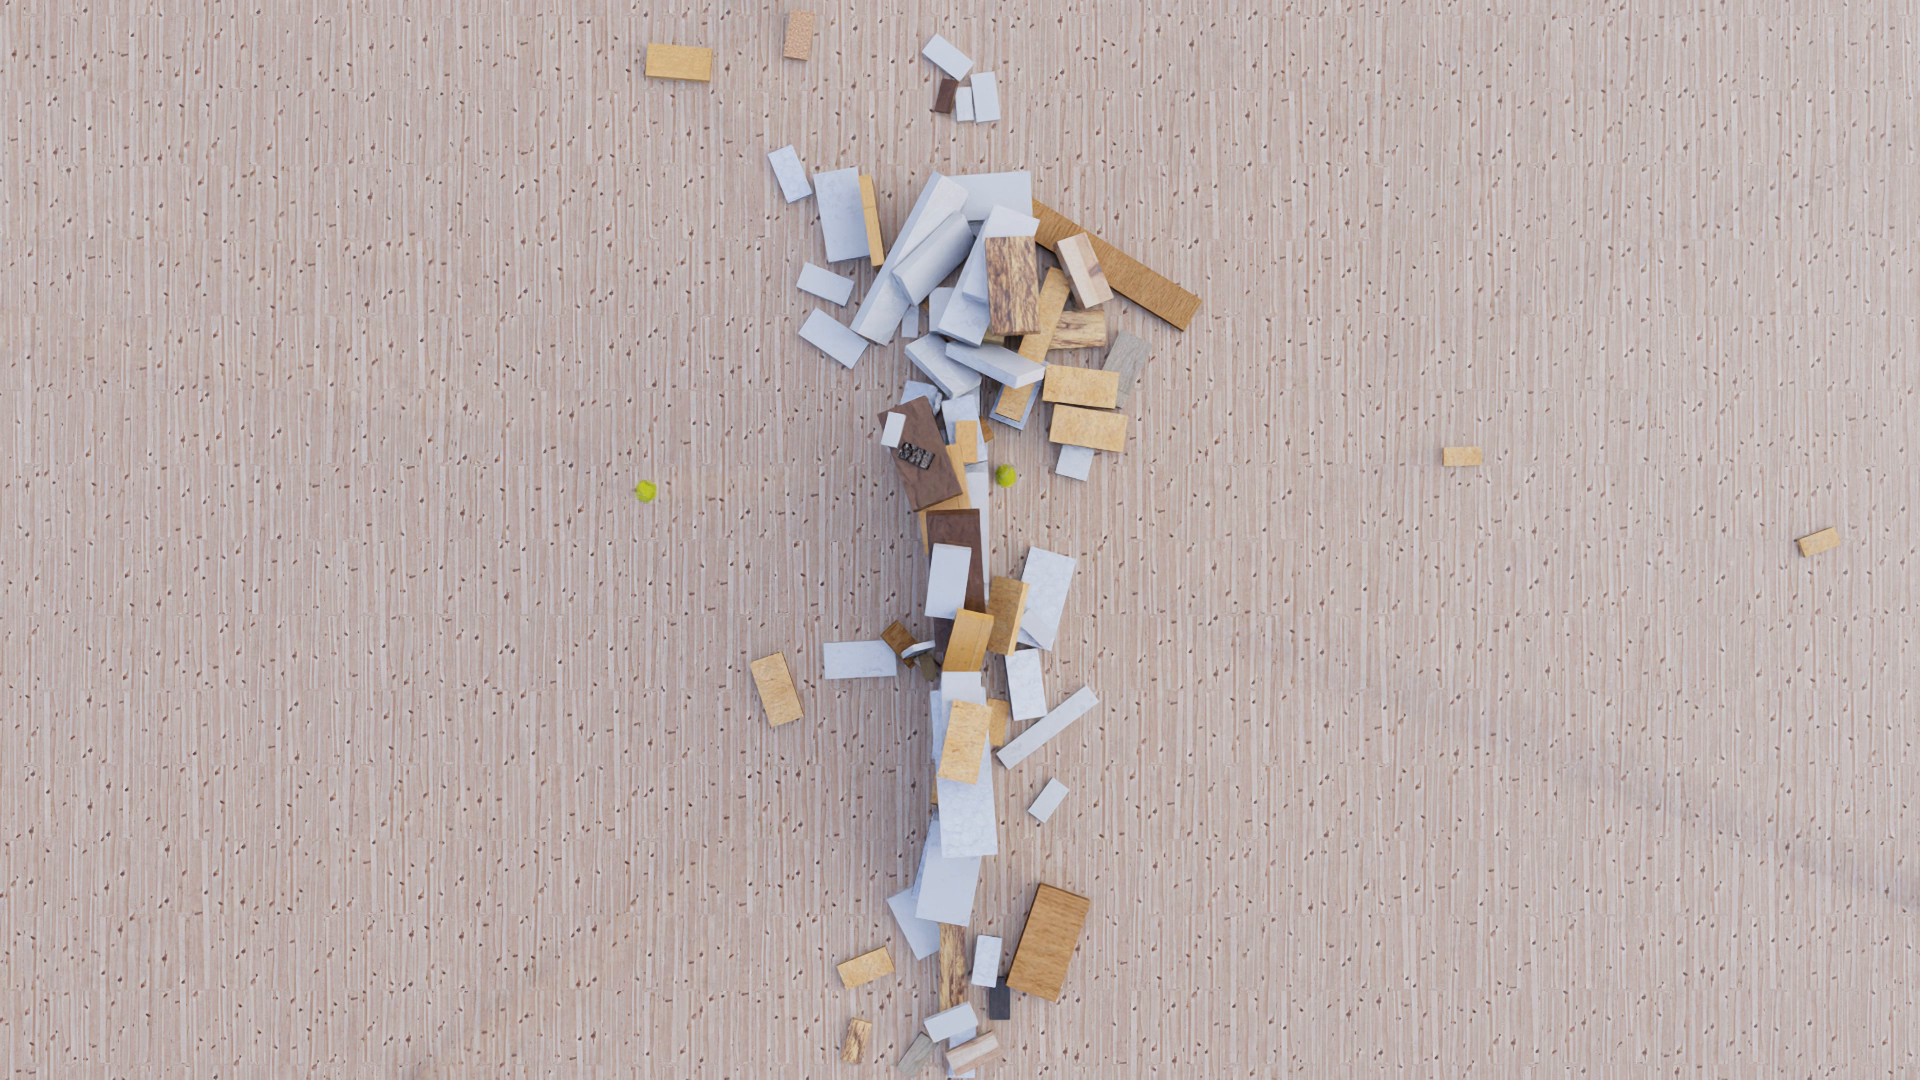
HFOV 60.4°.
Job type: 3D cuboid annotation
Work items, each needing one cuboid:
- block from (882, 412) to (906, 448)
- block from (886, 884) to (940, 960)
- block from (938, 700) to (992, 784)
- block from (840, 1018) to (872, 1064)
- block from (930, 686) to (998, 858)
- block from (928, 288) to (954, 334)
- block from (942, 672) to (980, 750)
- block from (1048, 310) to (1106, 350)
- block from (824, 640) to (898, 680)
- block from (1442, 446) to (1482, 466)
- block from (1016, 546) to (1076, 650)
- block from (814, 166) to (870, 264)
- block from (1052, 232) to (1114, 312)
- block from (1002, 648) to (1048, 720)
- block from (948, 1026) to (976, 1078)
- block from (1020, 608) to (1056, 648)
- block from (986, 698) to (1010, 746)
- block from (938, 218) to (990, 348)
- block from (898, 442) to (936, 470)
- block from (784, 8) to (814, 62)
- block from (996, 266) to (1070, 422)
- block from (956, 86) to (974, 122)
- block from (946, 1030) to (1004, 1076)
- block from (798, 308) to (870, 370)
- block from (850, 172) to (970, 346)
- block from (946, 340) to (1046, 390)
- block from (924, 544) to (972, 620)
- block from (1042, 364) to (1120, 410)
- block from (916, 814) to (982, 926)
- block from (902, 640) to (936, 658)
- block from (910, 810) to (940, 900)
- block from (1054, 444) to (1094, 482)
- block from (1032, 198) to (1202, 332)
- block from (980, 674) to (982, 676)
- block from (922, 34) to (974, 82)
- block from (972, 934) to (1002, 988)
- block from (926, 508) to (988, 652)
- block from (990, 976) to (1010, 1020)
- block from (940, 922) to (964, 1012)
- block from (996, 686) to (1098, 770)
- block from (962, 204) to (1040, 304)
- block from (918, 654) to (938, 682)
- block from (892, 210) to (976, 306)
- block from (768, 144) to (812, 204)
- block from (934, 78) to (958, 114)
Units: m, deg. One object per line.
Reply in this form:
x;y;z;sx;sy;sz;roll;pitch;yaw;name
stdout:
-0.212;-0.351;5.253;0.054;0.015;0.107;13;85;10;block
-0.141;1.268;5.484;0.113;0.032;0.227;-27;90;0;block
0.015;0.632;5.166;0.123;0.035;0.247;12;84;0;block
-0.346;1.667;5.490;0.070;0.020;0.140;16;90;0;block
0.012;0.736;5.233;0.175;0.050;0.526;-4;84;-1;block
0.046;-0.757;5.459;0.296;0.042;0.148;0;81;-3;block
0.004;0.540;5.210;0.123;0.035;0.247;0;84;-1;block
0.351;-0.695;5.466;0.258;0.034;0.121;-3;90;0;block
-0.331;0.396;5.483;0.238;0.034;0.119;-3;90;0;block
1.671;-0.278;5.491;0.125;0.018;0.063;-2;90;0;block
0.267;0.194;5.478;0.158;0.045;0.316;16;90;0;block
-0.388;-1.077;5.479;0.148;0.042;0.295;-10;90;0;block
0.405;-0.883;5.425;0.118;0.034;0.237;-24;90;-26;block
0.215;0.478;5.473;0.113;0.032;0.227;-8;89;-10;block
0.008;1.699;5.488;0.086;0.024;0.173;1;90;0;block
0.253;0.290;5.446;0.125;0.018;0.063;44;90;0;block
0.116;0.605;5.489;0.075;0.021;0.150;10;90;0;block
0.073;-0.841;5.389;0.148;0.042;0.408;23;80;0;block
-0.138;-0.268;5.232;0.107;0.015;0.054;24;87;11;block
-0.535;-1.680;5.489;0.080;0.023;0.159;9;90;0;block
0.248;-0.644;5.430;0.088;0.025;0.518;21;87;1;block
0.014;-1.450;5.492;0.055;0.016;0.110;-4;90;0;block
0.047;1.700;5.463;0.173;0.024;0.086;-25;90;0;block
-0.419;-0.670;5.485;0.212;0.030;0.106;34;90;0;block
-0.164;-0.915;5.384;0.043;0.150;0.573;36;101;38;block
0.114;-0.582;5.362;0.296;0.148;0.042;29;125;30;block
-0.038;0.132;5.206;0.119;0.034;0.238;7;112;-1;block
0.398;-0.506;5.449;0.241;0.034;0.121;7;90;0;block
-0.028;1.064;5.314;0.175;0.050;0.350;10;106;0;block
-0.136;0.358;5.390;0.075;0.150;0.021;-12;81;-18;block
-0.056;1.045;5.403;0.140;0.040;0.296;14;98;-2;block
0.395;-0.311;5.485;0.106;0.030;0.212;15;90;0;block
0.473;-0.926;5.483;0.705;0.034;0.118;31;90;0;block
0.032;0.409;5.358;0.045;0.013;0.091;-23;90;0;block
-0.040;-1.603;5.489;0.159;0.023;0.080;38;90;0;block
0.089;1.397;5.477;0.081;0.023;0.161;8;82;1;block
-0.008;0.132;5.248;0.168;0.048;0.473;-2;112;3;block
0.132;1.525;5.490;0.069;0.020;0.139;0;90;0;block
-0.026;1.289;5.410;0.081;0.023;0.657;0;101;0;block
0.291;0.623;5.490;0.378;0.020;0.069;-37;90;0;block
0.133;-0.918;5.361;0.158;0.045;0.316;20;80;0;block
-0.104;0.422;5.453;0.045;0.119;0.013;-14;45;0;block
-0.080;-0.920;5.396;0.301;0.150;0.043;-46;55;-12;block
-0.564;-1.216;5.488;0.088;0.025;0.175;-23;90;0;block
-0.045;-1.476;5.483;0.055;0.016;0.110;14;90;20;block
